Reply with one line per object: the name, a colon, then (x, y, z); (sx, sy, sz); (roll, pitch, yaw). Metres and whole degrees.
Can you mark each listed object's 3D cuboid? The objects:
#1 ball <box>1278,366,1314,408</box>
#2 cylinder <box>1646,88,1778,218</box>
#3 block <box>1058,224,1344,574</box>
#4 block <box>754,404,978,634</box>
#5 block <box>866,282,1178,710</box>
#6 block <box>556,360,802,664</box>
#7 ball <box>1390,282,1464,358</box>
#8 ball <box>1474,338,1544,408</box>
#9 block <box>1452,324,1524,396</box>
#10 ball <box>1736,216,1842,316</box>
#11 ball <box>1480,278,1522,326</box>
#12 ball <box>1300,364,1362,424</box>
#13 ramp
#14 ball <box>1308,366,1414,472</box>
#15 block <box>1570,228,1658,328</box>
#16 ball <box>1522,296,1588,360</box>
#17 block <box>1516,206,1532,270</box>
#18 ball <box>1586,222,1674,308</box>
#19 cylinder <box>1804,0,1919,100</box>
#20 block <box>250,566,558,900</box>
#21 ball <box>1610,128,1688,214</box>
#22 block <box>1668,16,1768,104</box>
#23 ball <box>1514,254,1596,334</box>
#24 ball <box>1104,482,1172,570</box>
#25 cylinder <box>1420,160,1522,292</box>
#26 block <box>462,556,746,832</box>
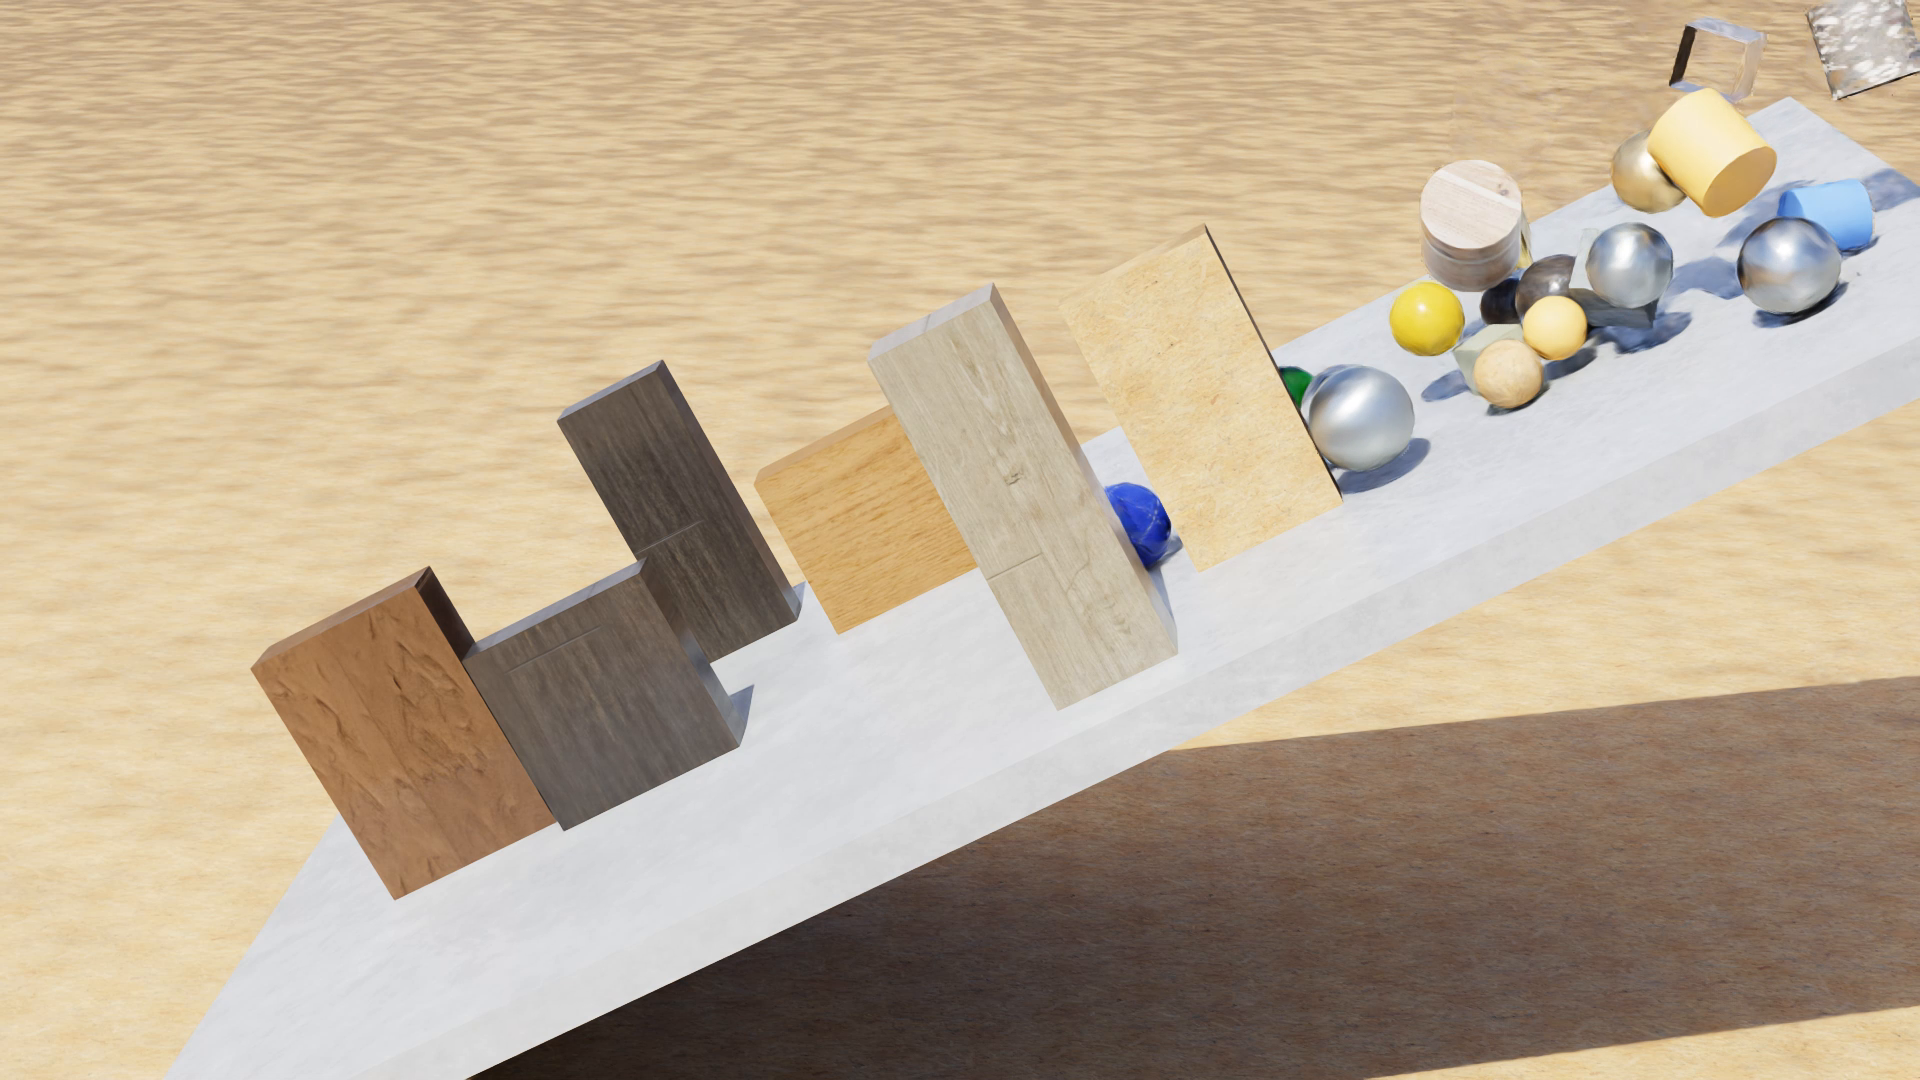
ball: (0.700, -0.294, 6.287); (0.158, 0.158, 0.158); (0, 17, 0)
cylinder: (1.412, -0.726, 5.524); (0.171, 0.171, 0.171); (-11, 52, -33)
block: (0.471, -0.274, 5.740); (0.316, 0.602, 0.104); (-26, 14, 10)
block: (-0.203, -0.053, 6.690); (0.374, 0.401, 0.127); (-26, 14, 10)
block: (0.121, -0.077, 5.413); (0.250, 0.748, 0.150); (-26, 14, 10)
block: (-0.665, -0.060, 7.010); (0.270, 0.690, 0.114); (-26, 14, 10)
ball: (0.943, -0.445, 5.939); (0.151, 0.151, 0.151); (0, 17, 0)
ball: (1.069, -0.325, 5.732); (0.134, 0.134, 0.134); (0, 17, 0)
block: (1.077, -0.361, 5.904); (0.107, 0.107, 0.107); (-33, 14, -16)
ball: (1.517, -0.502, 5.384); (0.184, 0.184, 0.184); (0, 17, 0)
ball: (1.155, -0.490, 6.181); (0.122, 0.122, 0.122); (0, 17, 0)
ball: (0.783, -0.258, 5.927); (0.195, 0.195, 0.195); (0, 17, 0)
ramp: (0.140, 0.167, 6.281); (4.000, 0.100, 2.000); (-26, 14, 10)
ball: (0.778, -0.235, 5.706); (0.206, 0.206, 0.206); (0, 17, 0)
block: (1.288, -0.512, 5.759); (0.137, 0.137, 0.137); (6, -25, 28)
ball: (1.163, -0.414, 5.747); (0.127, 0.127, 0.127); (0, 17, 0)
block: (1.185, -0.674, 6.478); (0.121, 0.121, 0.121); (-11, 41, 19)
ball: (1.272, -0.522, 5.586); (0.164, 0.164, 0.164); (0, 17, 0)
cylinder: (1.699, -0.937, 5.518); (0.175, 0.175, 0.175); (-19, 1, 0)
block: (-1.210, 0.429, 6.495); (0.420, 0.613, 0.146); (-26, 14, 10)
ball: (1.348, -0.716, 5.714); (0.164, 0.164, 0.164); (0, 17, 0)
block: (1.462, -0.925, 5.672); (0.124, 0.124, 0.124); (24, 28, 26)
ball: (1.210, -0.485, 5.928); (0.181, 0.181, 0.181); (0, 17, 0)
ball: (0.337, -0.024, 5.977); (0.187, 0.187, 0.187); (0, 17, 0)
cylinder: (1.054, -0.646, 6.065); (0.203, 0.203, 0.203); (4, -20, 12)
block: (-0.763, 0.333, 6.329); (0.438, 0.437, 0.118); (-26, 14, 10)
